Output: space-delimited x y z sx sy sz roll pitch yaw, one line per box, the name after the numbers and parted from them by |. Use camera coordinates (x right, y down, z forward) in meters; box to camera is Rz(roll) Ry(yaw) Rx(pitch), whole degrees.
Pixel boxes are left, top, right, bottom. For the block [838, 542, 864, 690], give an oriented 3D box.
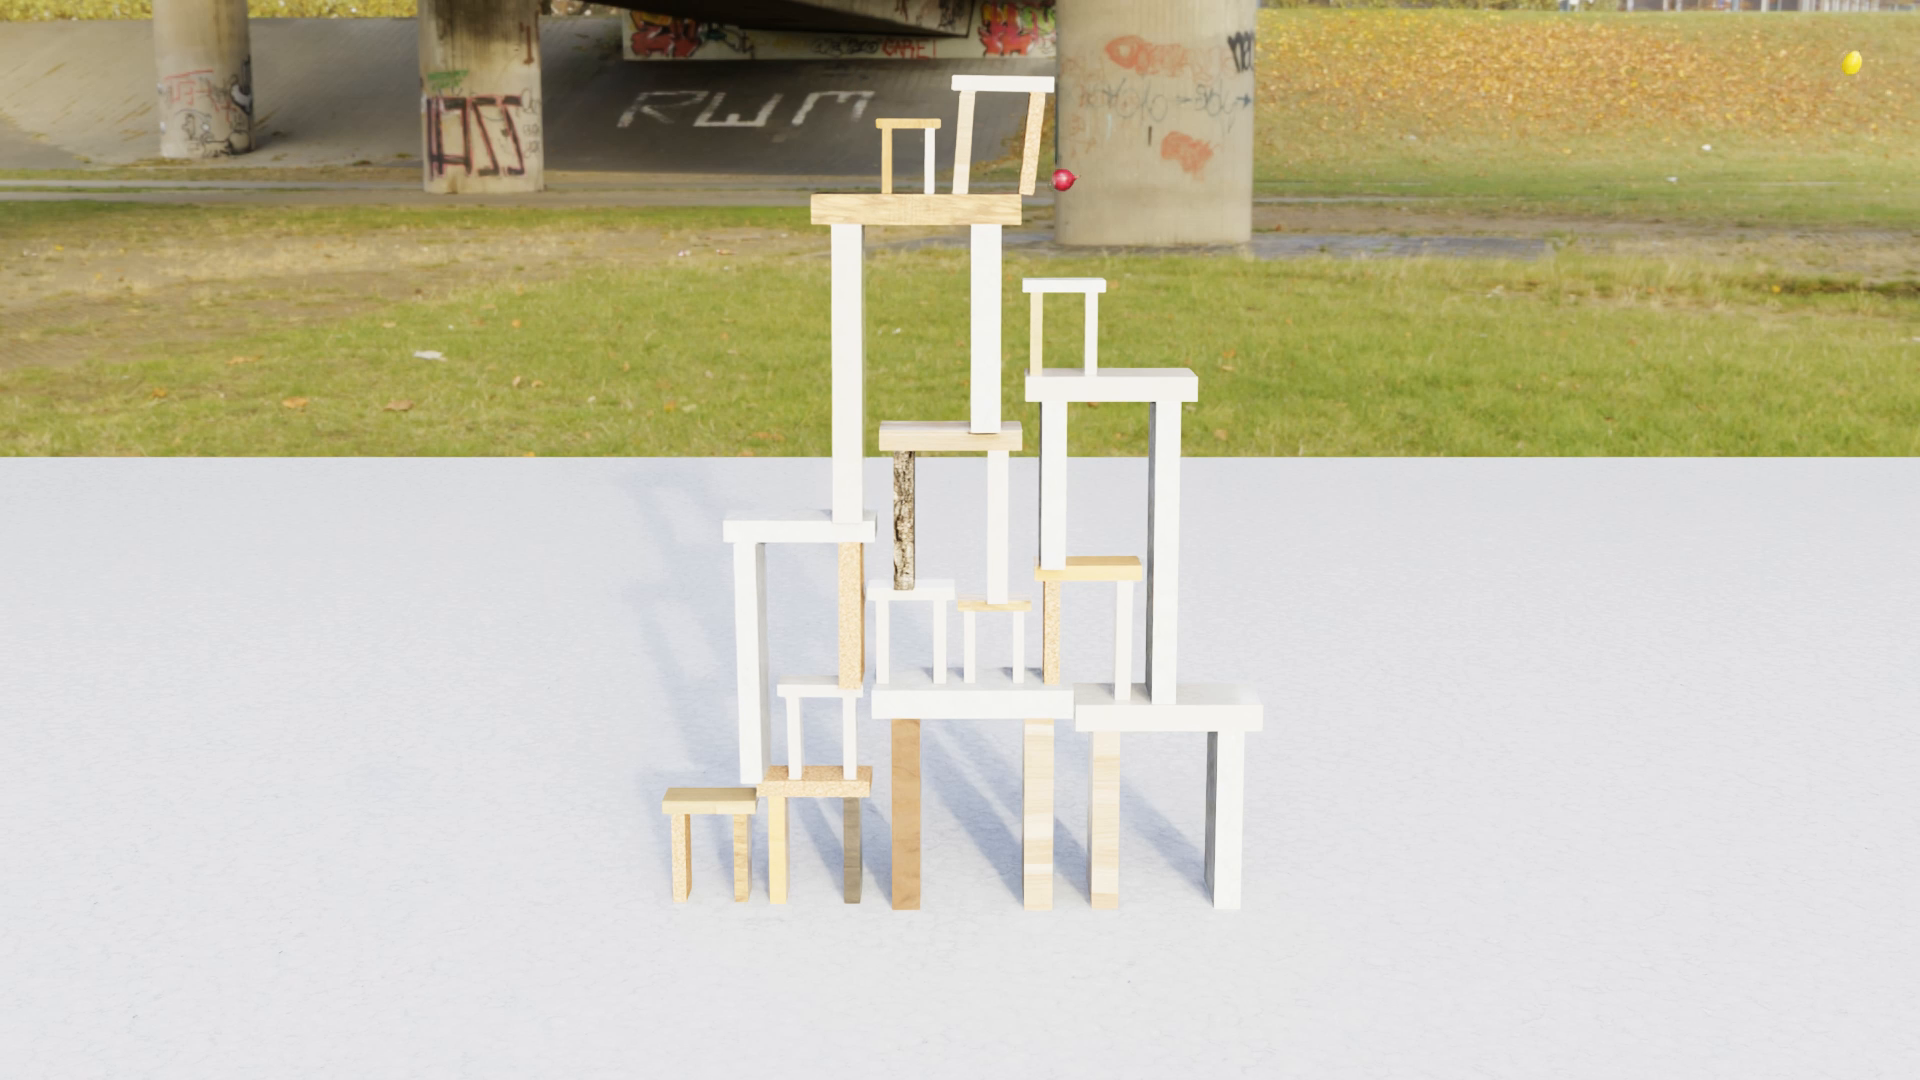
-0.176 0.111 3.574 0.034 0.240 0.120 0 10 1 | block

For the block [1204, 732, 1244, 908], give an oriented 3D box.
0.437 0.442 3.643 0.043 0.301 0.150 0 11 0 | block

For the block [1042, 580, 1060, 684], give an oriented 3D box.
0.149 0.142 3.588 0.024 0.172 0.086 0 11 0 | block

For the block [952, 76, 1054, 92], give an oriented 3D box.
0.066 -0.709 3.421 0.157 0.022 0.078 1 11 0 | block

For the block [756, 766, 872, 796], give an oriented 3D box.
-0.239 0.398 3.629 0.184 0.026 0.092 0 11 1 | block

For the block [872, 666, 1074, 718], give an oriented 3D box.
0.020 0.250 3.607 0.323 0.046 0.162 0 11 0 | block

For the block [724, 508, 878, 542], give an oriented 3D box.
-0.255 -0.024 3.549 0.240 0.034 0.120 0 10 0 | block

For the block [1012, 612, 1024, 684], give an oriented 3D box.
0.095 0.168 3.592 0.017 0.120 0.060 0 11 0 | block

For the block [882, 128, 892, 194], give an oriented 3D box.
-0.114 -0.595 3.450 0.014 0.100 0.050 0 11 0 | block

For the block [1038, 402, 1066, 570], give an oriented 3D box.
0.148 -0.097 3.537 0.038 0.269 0.135 0 11 0 | block

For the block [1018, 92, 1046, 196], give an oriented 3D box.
0.112 -0.620 3.439 0.022 0.157 0.078 6 11 -2 | block

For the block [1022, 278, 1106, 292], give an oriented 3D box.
0.164 -0.404 3.483 0.130 0.018 0.065 0 11 0 | block

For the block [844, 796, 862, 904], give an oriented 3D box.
-0.177 0.500 3.649 0.026 0.184 0.092 0 11 0 | block

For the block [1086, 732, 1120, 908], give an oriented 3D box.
0.237 0.442 3.643 0.043 0.301 0.150 0 11 0 | block

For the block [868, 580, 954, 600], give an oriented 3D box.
-0.079 0.081 3.574 0.140 0.020 0.070 0 11 0 | block

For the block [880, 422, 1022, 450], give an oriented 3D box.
-0.015 -0.168 3.531 0.226 0.032 0.113 0 11 0 | block

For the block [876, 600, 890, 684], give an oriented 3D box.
-0.126 0.159 3.588 0.020 0.140 0.070 0 11 0 | block

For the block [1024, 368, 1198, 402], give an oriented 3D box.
0.238 -0.248 3.509 0.269 0.038 0.135 0 11 0 | block

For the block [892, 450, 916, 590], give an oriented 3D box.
-0.090 -0.041 3.555 0.032 0.226 0.113 0 11 0 | block

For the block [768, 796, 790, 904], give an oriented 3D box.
-0.300 0.500 3.649 0.026 0.184 0.092 0 11 0 | block

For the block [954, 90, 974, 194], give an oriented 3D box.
0.006 -0.622 3.438 0.022 0.157 0.078 4 11 -1 | block

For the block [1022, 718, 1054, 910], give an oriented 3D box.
0.128 0.431 3.640 0.046 0.323 0.162 0 11 0 | block

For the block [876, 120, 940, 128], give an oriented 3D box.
-0.080 -0.651 3.439 0.100 0.014 0.050 0 11 0 | block

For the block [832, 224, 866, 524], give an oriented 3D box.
-0.176 -0.270 3.506 0.046 0.467 0.162 0 10 0 | block

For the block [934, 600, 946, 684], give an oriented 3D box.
-0.032 0.159 3.589 0.020 0.140 0.070 0 11 0 | block

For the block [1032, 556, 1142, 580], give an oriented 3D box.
0.206 0.046 3.570 0.172 0.024 0.086 0 11 0 | block

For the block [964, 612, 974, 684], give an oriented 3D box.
0.015 0.168 3.591 0.017 0.120 0.060 0 11 0 | block

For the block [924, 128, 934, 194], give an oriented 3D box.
-0.047 -0.595 3.450 0.014 0.100 0.050 1 11 0 | block

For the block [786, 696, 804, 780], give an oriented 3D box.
-0.270 0.316 3.614 0.020 0.139 0.069 -1 10 1 | block

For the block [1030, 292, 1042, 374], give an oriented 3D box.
0.120 -0.331 3.497 0.018 0.130 0.065 0 11 0 | block

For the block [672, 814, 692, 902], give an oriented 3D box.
-0.462 0.516 3.651 0.022 0.152 0.076 0 11 0 | block

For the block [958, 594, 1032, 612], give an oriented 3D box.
0.055 0.101 3.579 0.120 0.017 0.060 0 11 0 | block

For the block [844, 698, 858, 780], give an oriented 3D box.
-0.179 0.317 3.613 0.020 0.139 0.069 0 11 1 | block

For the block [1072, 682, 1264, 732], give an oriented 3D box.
0.337 0.273 3.612 0.301 0.043 0.150 0 11 0 | block

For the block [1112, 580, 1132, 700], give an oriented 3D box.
0.265 0.155 3.590 0.024 0.198 0.086 0 11 0 | block

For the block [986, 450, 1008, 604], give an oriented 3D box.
0.060 -0.030 3.557 0.032 0.249 0.113 0 11 0 | block

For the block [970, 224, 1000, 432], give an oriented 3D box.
0.040 -0.341 3.494 0.046 0.323 0.162 0 11 0 | block

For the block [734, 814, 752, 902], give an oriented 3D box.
-0.360 0.516 3.651 0.022 0.152 0.076 0 11 0 | block

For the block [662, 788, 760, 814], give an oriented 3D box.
-0.411 0.431 3.635 0.152 0.022 0.076 0 11 0 | block

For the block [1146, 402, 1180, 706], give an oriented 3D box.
0.328 0.012 3.558 0.038 0.491 0.135 0 11 0 | block

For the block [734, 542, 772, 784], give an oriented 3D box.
-0.338 0.188 3.593 0.034 0.399 0.120 0 11 3 | block

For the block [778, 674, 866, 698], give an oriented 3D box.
-0.226 0.239 3.599 0.139 0.020 0.069 0 11 0 | block

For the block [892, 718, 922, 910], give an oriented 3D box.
-0.088 0.431 3.640 0.046 0.323 0.162 0 11 0 | block

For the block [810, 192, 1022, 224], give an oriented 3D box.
-0.068 -0.523 3.460 0.323 0.046 0.162 0 11 0 | block

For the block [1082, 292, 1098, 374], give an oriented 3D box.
0.207 -0.331 3.497 0.018 0.130 0.065 0 11 0 | block
